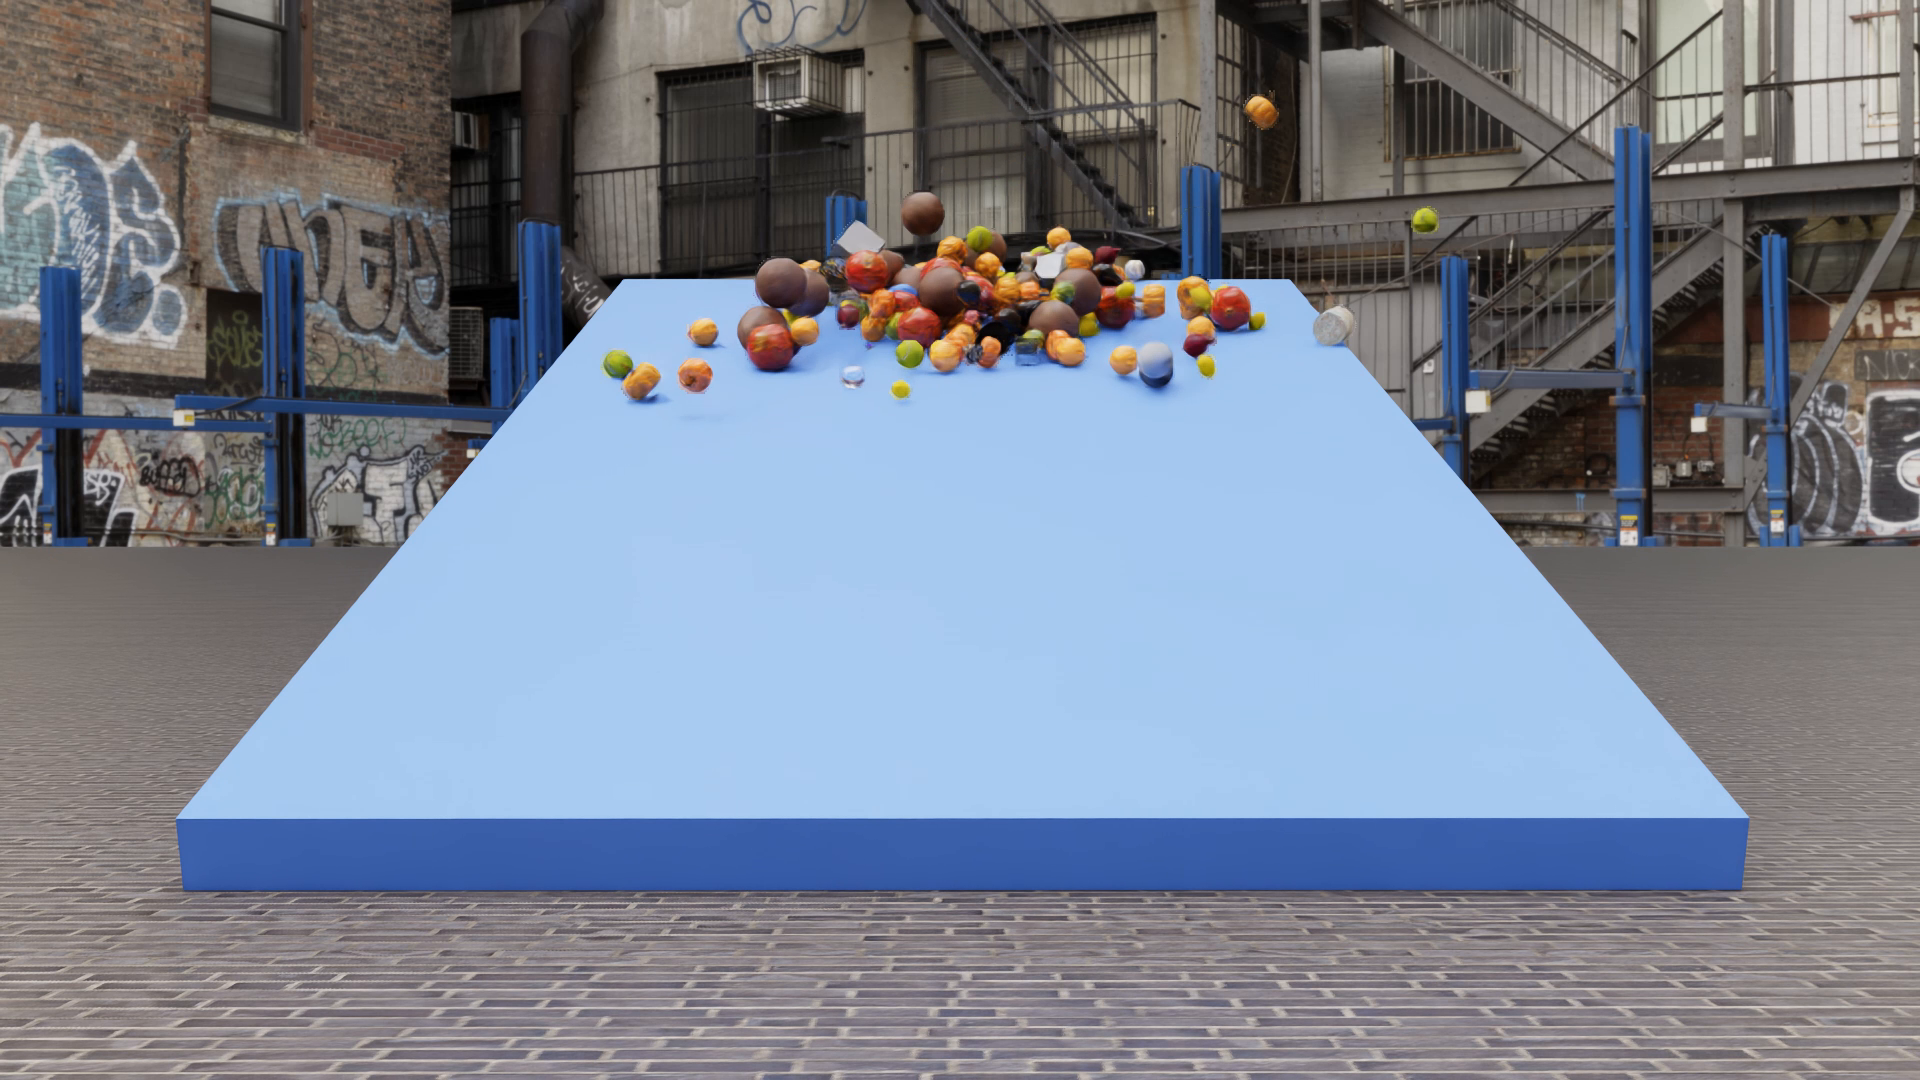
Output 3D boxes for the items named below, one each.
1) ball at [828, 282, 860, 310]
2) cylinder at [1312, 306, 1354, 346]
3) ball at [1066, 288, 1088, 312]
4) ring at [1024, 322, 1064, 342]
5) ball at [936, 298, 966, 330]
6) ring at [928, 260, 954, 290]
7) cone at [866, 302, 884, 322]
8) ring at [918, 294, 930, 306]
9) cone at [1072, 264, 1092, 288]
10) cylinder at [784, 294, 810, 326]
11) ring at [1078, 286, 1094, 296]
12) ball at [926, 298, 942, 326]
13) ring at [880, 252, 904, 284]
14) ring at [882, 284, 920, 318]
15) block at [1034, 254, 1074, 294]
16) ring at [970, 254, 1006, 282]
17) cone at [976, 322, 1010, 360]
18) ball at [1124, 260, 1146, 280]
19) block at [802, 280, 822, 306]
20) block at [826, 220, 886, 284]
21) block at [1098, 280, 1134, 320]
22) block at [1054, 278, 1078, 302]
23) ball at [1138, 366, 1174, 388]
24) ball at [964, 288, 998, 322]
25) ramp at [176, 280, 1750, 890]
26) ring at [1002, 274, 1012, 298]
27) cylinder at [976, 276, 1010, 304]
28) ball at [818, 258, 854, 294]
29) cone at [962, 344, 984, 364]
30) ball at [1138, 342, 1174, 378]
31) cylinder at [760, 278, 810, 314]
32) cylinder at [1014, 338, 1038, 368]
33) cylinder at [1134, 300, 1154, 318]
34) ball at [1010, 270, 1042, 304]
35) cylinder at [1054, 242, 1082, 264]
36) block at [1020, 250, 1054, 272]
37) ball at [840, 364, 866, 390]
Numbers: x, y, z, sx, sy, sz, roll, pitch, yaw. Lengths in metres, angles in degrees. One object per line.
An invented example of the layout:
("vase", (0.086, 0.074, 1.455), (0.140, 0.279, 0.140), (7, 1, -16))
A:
("ball", (-0.325, -0.687, 6.172), (0.088, 0.088, 0.088), (0, 0, 0))
("cylinder", (0.966, -0.553, 5.722), (0.086, 0.086, 0.086), (0, 15, 26))
("ball", (0.324, -0.662, 6.110), (0.062, 0.062, 0.062), (0, 0, 0))
("ring", (0.219, -0.541, 5.775), (0.101, 0.034, 0.101), (0, 20, 0))
("ball", (-0.024, -0.588, 5.752), (0.081, 0.081, 0.081), (0, 0, 0))
("ring", (-0.052, -0.751, 6.294), (0.031, 0.094, 0.094), (-37, 17, -24))
("cone", (-0.221, -0.611, 6.026), (0.055, 0.055, 0.055), (0, 42, -24))
("ring", (-0.122, -0.679, 6.254), (0.075, 0.025, 0.075), (1, 18, 0))
("cone", (0.349, -0.767, 6.352), (0.067, 0.067, 0.067), (2, 31, -1))
("cylinder", (-0.437, -0.618, 5.943), (0.073, 0.073, 0.073), (0, 21, -4))
("ring", (0.330, -0.726, 6.394), (0.111, 0.037, 0.111), (0, 18, 0))
("ball", (-0.054, -0.613, 5.954), (0.070, 0.070, 0.070), (0, 0, 0))
("ring", (-0.202, -0.802, 6.540), (0.035, 0.105, 0.105), (29, -12, -21))
("ring", (-0.157, -0.634, 5.873), (0.102, 0.102, 0.034), (0, 41, -18))
("block", (0.259, -0.733, 6.097), (0.077, 0.077, 0.077), (-2, -28, 30))
("ring", (0.082, -0.788, 6.500), (0.123, 0.123, 0.041), (0, -37, -40))
("cone", (0.103, -0.489, 5.581), (0.097, 0.097, 0.097), (0, -12, 26))
("ball", (0.523, -0.807, 6.624), (0.063, 0.063, 0.063), (0, 0, 0))
("block", (-0.431, -0.697, 6.256), (0.058, 0.058, 0.058), (-9, 19, -29))
("block", (-0.280, -0.777, 5.962), (0.100, 0.100, 0.100), (39, -30, -1))
("block", (0.428, -0.659, 6.069), (0.094, 0.094, 0.094), (0, 17, 0))
("block", (0.303, -0.712, 6.309), (0.057, 0.057, 0.057), (6, 17, 15))
("ball", (0.462, -0.399, 5.211), (0.083, 0.083, 0.083), (0, 0, 0))
("ball", (0.055, -0.640, 6.005), (0.092, 0.092, 0.092), (0, 0, 0))
("ramp", (-0.002, -0.167, 4.746), (2.000, 0.100, 4.000), (0, 17, 0))
("ring", (0.135, -0.730, 6.368), (0.078, 0.078, 0.026), (0, -33, 23))
("cylinder", (0.090, -0.687, 6.091), (0.076, 0.076, 0.076), (0, 6, 15))
("ball", (-0.331, -0.704, 5.903), (0.096, 0.096, 0.096), (0, 0, 0))
("cone", (0.020, -0.456, 5.315), (0.051, 0.051, 0.051), (0, 28, -44))
("ball", (0.452, -0.417, 5.126), (0.085, 0.085, 0.085), (0, 0, 0))
("cylinder", (-0.481, -0.666, 6.084), (0.097, 0.097, 0.097), (14, 9, 40))
("cylinder", (0.165, -0.462, 5.463), (0.060, 0.060, 0.060), (0, 17, 0))
("cylinder", (0.501, -0.629, 6.042), (0.051, 0.051, 0.051), (0, 0, -2))
("ball", (0.174, -0.676, 5.915), (0.086, 0.086, 0.086), (0, 0, 0))
("cylinder", (0.302, -0.798, 6.169), (0.060, 0.060, 0.060), (0, 2, -21))
("block", (0.241, -0.808, 6.576), (0.090, 0.090, 0.090), (-10, 19, -31))
("ball", (-0.251, -0.383, 5.196), (0.058, 0.058, 0.058), (0, 0, 0))
